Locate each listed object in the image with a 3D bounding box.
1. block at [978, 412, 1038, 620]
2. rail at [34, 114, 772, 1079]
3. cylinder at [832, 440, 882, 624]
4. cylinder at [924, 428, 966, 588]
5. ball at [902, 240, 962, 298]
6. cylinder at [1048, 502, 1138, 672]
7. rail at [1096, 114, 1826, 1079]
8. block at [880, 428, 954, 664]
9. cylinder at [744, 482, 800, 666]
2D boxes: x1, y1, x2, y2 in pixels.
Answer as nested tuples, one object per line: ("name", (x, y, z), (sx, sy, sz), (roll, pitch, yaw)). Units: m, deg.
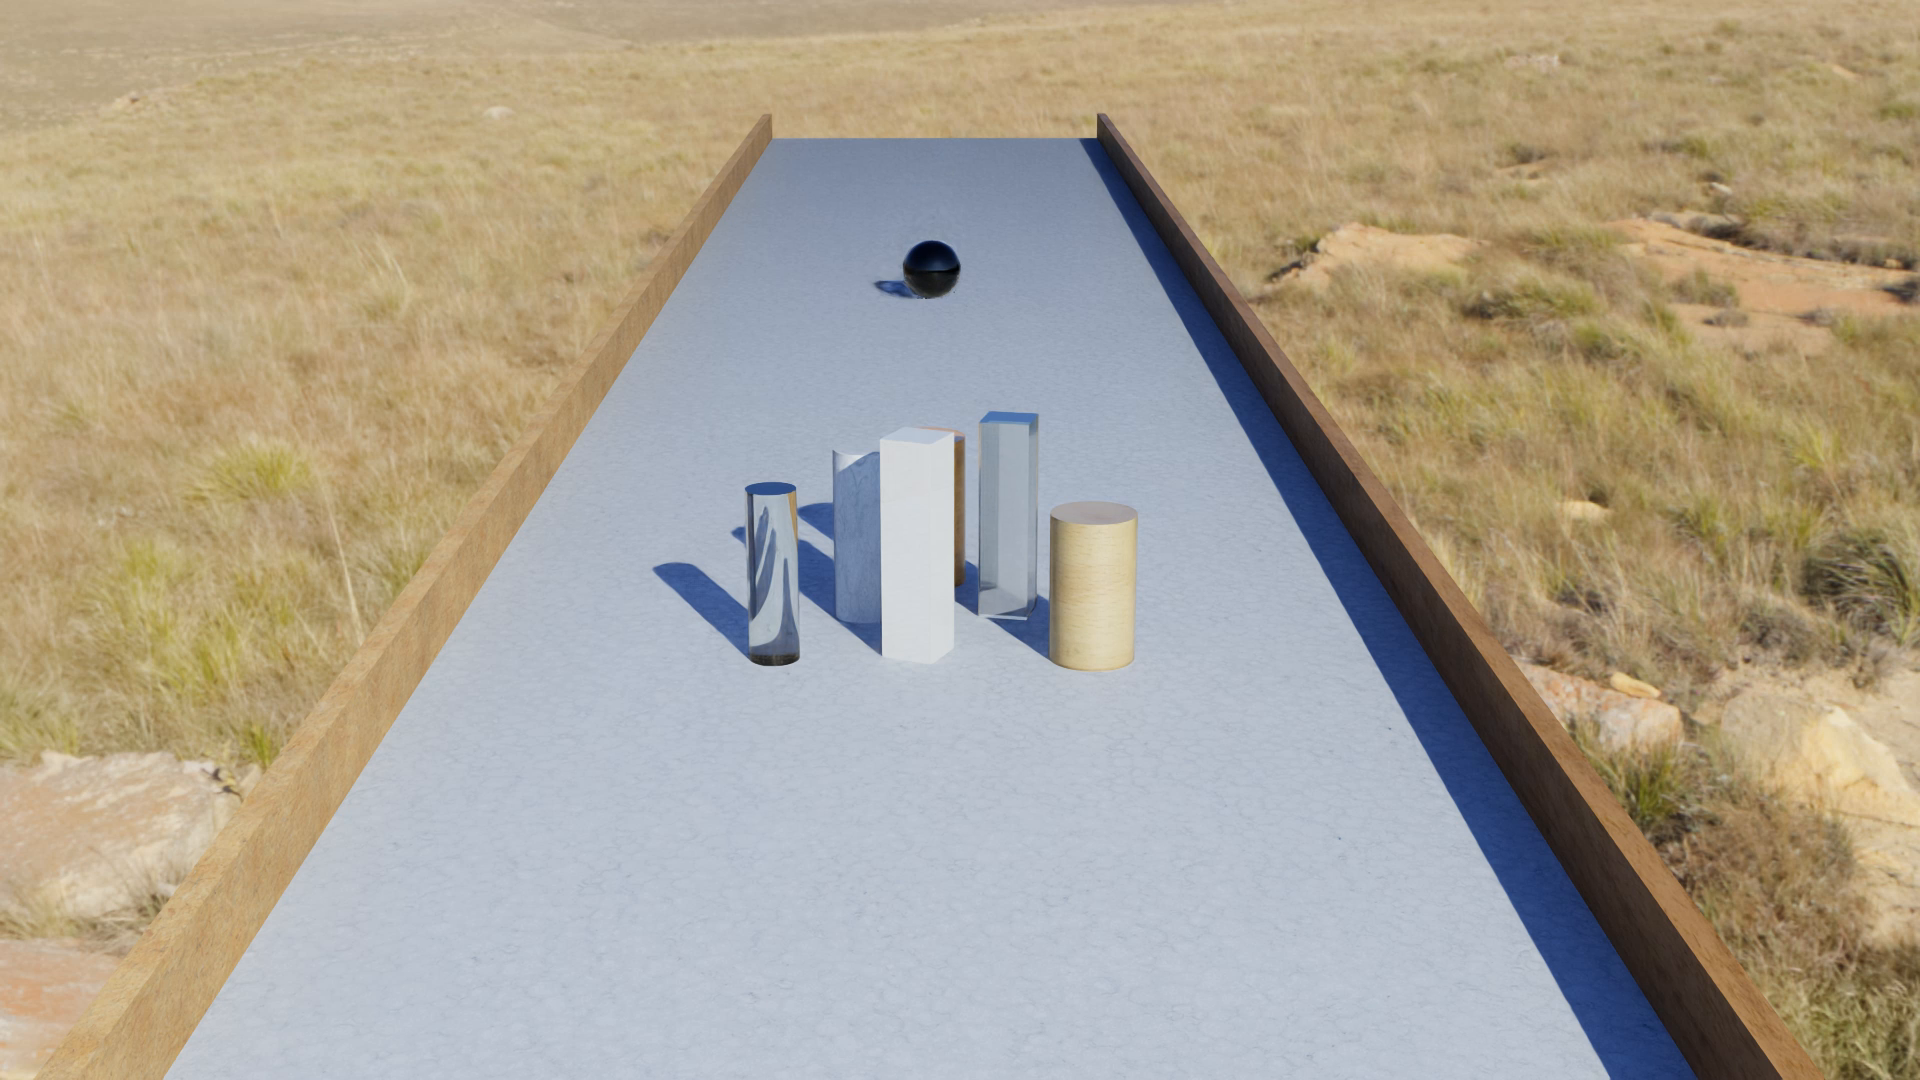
("block", (0.102, -0.052, 4.655), (0.106, 0.424, 0.106), (4, 17, 13))
("rail", (-1.118, -0.838, 7.780), (0.050, 0.150, 12.000), (0, 17, -1))
("cylinder", (-0.204, -0.017, 4.645), (0.124, 0.365, 0.124), (0, 17, 0))
("cylinder", (-0.070, -0.069, 4.878), (0.165, 0.332, 0.165), (0, 17, 0))
("ball", (-0.106, -1.017, 8.261), (0.220, 0.220, 0.220), (0, 17, 0))
("cylinder", (0.265, 0.091, 4.391), (0.174, 0.302, 0.174), (0, 17, 0))
("rail", (0.932, -0.844, 7.801), (0.050, 0.150, 12.000), (0, 17, -1))
("block", (-0.084, 0.011, 4.395), (0.109, 0.452, 0.109), (7, 18, 23))
("cylinder", (-0.373, 0.068, 4.379), (0.102, 0.353, 0.102), (0, 17, 0))
